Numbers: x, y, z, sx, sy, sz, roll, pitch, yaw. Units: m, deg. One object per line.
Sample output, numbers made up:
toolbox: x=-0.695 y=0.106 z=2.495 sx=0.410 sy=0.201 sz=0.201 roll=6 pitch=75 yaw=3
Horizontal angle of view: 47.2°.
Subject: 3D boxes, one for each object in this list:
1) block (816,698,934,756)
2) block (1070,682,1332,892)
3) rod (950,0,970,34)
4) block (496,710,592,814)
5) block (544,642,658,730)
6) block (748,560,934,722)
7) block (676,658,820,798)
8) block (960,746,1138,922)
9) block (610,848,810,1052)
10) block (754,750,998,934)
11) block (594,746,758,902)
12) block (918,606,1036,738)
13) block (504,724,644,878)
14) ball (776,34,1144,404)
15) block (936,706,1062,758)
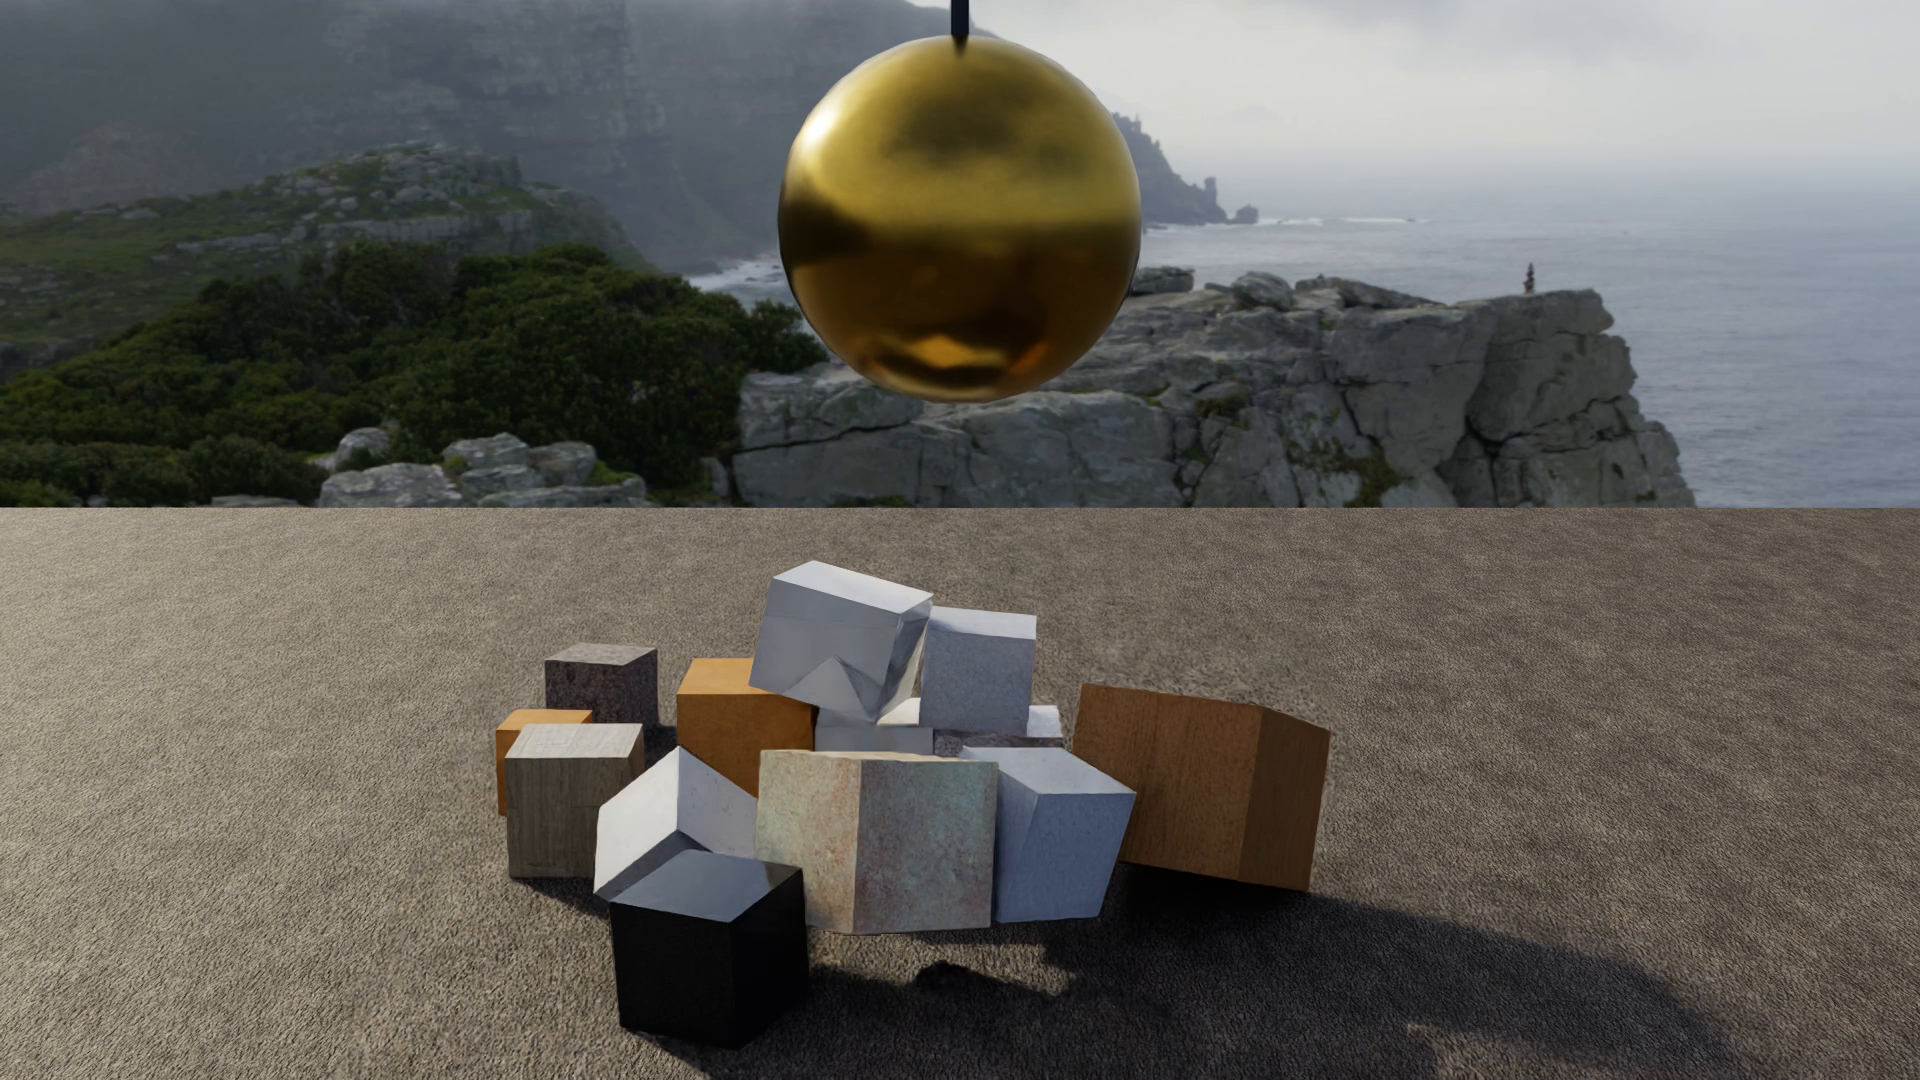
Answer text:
block: x=-0.432 y=1.182 z=11.403 sx=0.593 sy=0.594 sz=0.593 roll=0 pitch=10 yaw=0
block: x=1.104 y=1.159 z=10.248 sx=0.883 sy=0.769 sz=0.968 roll=6 pitch=-8 yaw=29
rod: x=0.000 y=-4.790 z=9.742 sx=0.080 sy=5.200 sz=0.080 roll=0 pitch=-2 yaw=0
block: x=-2.213 y=1.185 z=11.756 sx=0.419 sy=0.462 sz=0.429 roll=1 pitch=10 yaw=3
block: x=-2.157 y=0.911 z=13.260 sx=0.513 sy=0.463 sz=0.471 roll=3 pitch=11 yaw=16
block: x=-0.585 y=0.495 z=11.003 sx=0.665 sy=0.554 sz=0.671 roll=15 pitch=10 yaw=11
block: x=-1.073 y=1.088 z=11.359 sx=0.670 sy=0.796 sz=0.767 roll=0 pitch=10 yaw=0
block: x=0.312 y=1.279 z=9.626 sx=0.614 sy=0.593 sz=0.502 roll=6 pitch=15 yaw=-43
block: x=-1.003 y=1.641 z=8.877 sx=0.555 sy=0.545 sz=0.563 roll=5 pitch=17 yaw=26
block: x=-0.360 y=1.259 z=9.290 sx=0.738 sy=0.692 sz=0.687 roll=6 pitch=-5 yaw=-41
block: x=-1.226 y=1.346 z=9.650 sx=0.515 sy=0.518 sz=0.513 roll=39 pitch=24 yaw=-30
block: x=0.094 y=0.667 z=11.264 sx=0.548 sy=0.505 sz=0.561 roll=5 pitch=10 yaw=2
block: x=-1.890 y=1.278 z=10.866 sx=0.589 sy=0.598 sz=0.626 roll=0 pitch=10 yaw=-2
ball: x=0.000 y=-1.392 z=9.619 sx=1.600 sy=1.600 sz=1.600 roll=0 pitch=10 yaw=0
block: x=0.195 y=1.204 z=11.397 sx=0.640 sy=0.554 sz=0.626 roll=0 pitch=10 yaw=0
